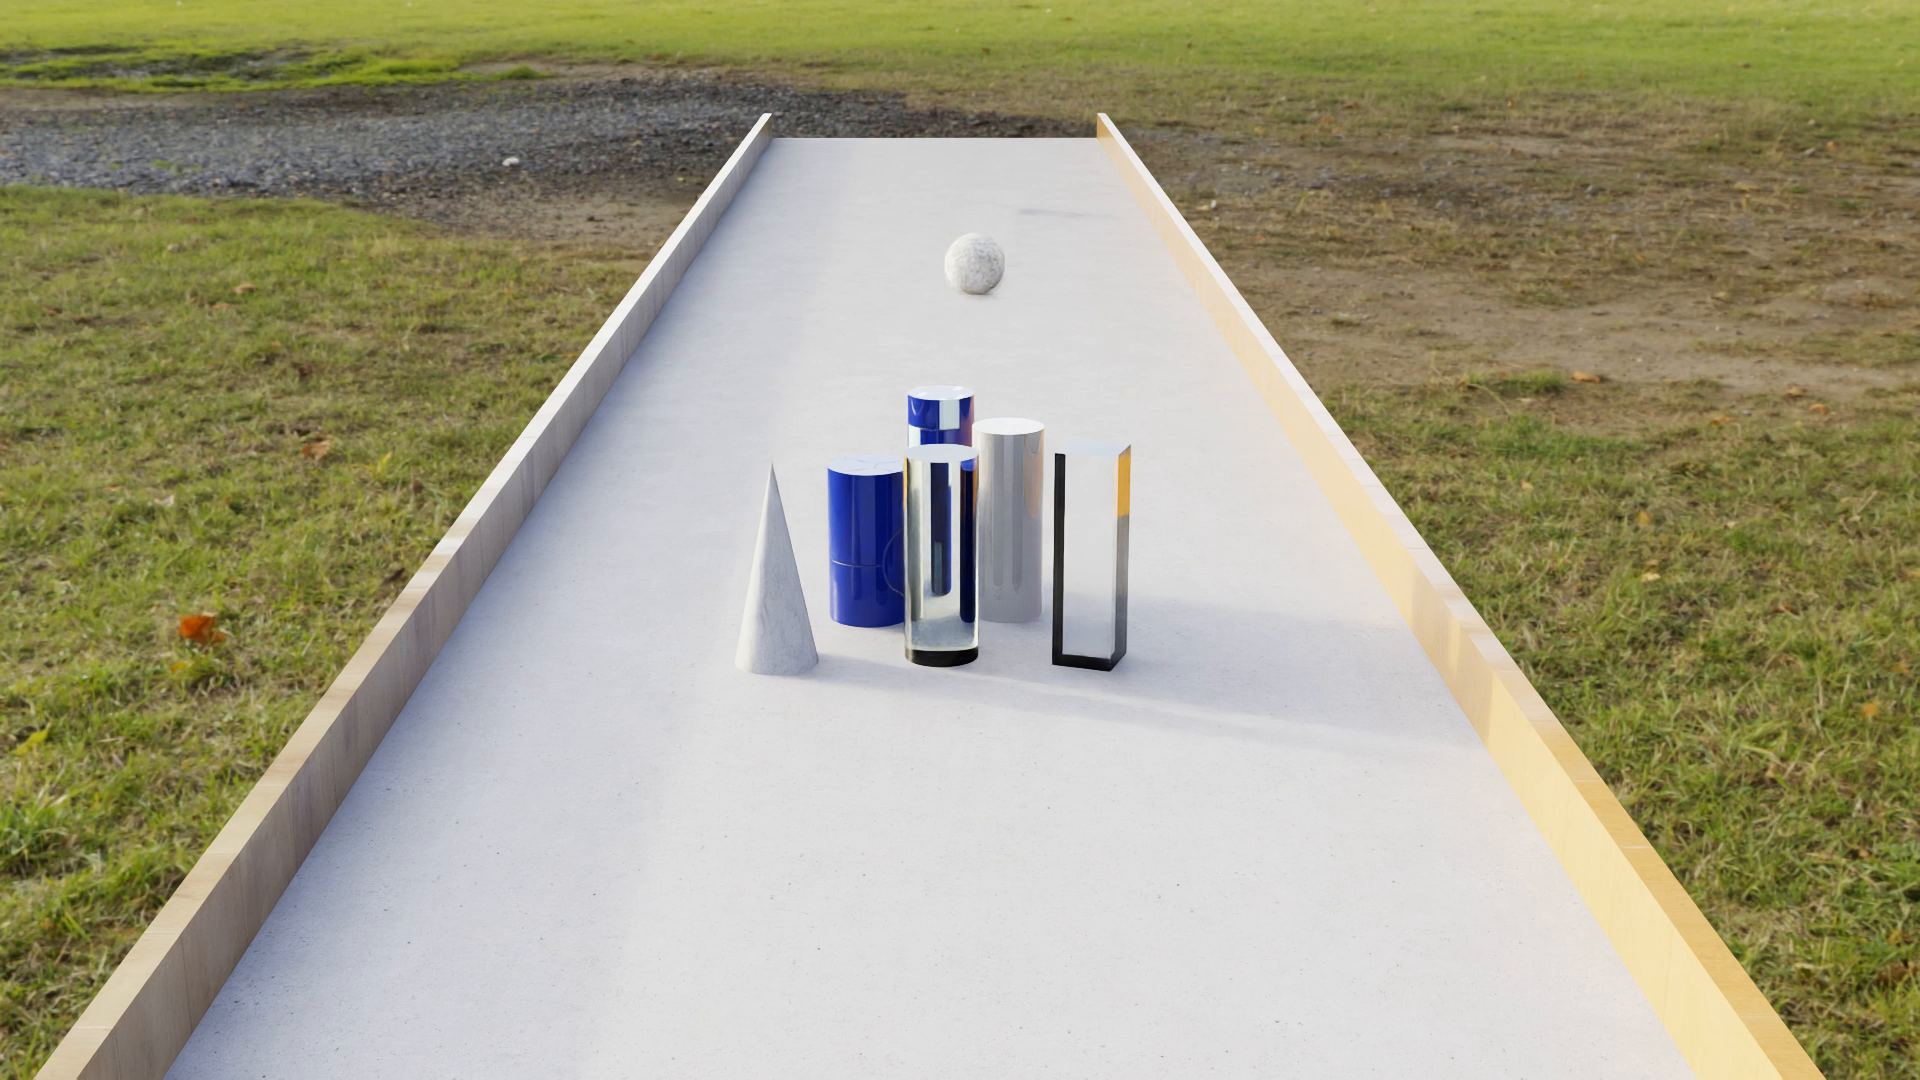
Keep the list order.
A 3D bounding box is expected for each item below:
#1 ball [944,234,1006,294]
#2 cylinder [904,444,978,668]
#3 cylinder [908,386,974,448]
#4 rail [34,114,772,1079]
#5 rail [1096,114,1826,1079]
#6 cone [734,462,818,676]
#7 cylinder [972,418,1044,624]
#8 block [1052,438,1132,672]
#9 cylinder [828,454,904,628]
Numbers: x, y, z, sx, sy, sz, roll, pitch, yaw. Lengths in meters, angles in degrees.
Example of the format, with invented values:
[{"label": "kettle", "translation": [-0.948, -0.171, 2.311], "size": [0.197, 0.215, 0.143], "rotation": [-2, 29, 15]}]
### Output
[{"label": "ball", "translation": [0.056, -1.046, 8.338], "size": [0.232, 0.232, 0.232], "rotation": [0, 17, 0]}, {"label": "cylinder", "translation": [-0.037, 0.030, 4.386], "size": [0.150, 0.421, 0.150], "rotation": [0, 17, 0]}, {"label": "cylinder", "translation": [-0.042, -0.118, 4.873], "size": [0.148, 0.427, 0.148], "rotation": [0, 17, 0]}, {"label": "rail", "translation": [-1.118, -0.838, 7.780], "size": [0.050, 0.150, 12.000], "rotation": [0, 17, -1]}, {"label": "rail", "translation": [0.932, -0.844, 7.801], "size": [0.050, 0.150, 12.000], "rotation": [0, 17, -1]}, {"label": "cone", "translation": [-0.368, 0.042, 4.351], "size": [0.168, 0.418, 0.168], "rotation": [0, 17, 0]}, {"label": "cylinder", "translation": [0.101, -0.042, 4.650], "size": [0.151, 0.409, 0.151], "rotation": [0, 17, 0]}, {"label": "block", "translation": [0.260, 0.030, 4.361], "size": [0.120, 0.436, 0.120], "rotation": [6, 18, 19]}, {"label": "cylinder", "translation": [-0.191, 0.000, 4.646], "size": [0.175, 0.330, 0.175], "rotation": [0, 17, 0]}]
